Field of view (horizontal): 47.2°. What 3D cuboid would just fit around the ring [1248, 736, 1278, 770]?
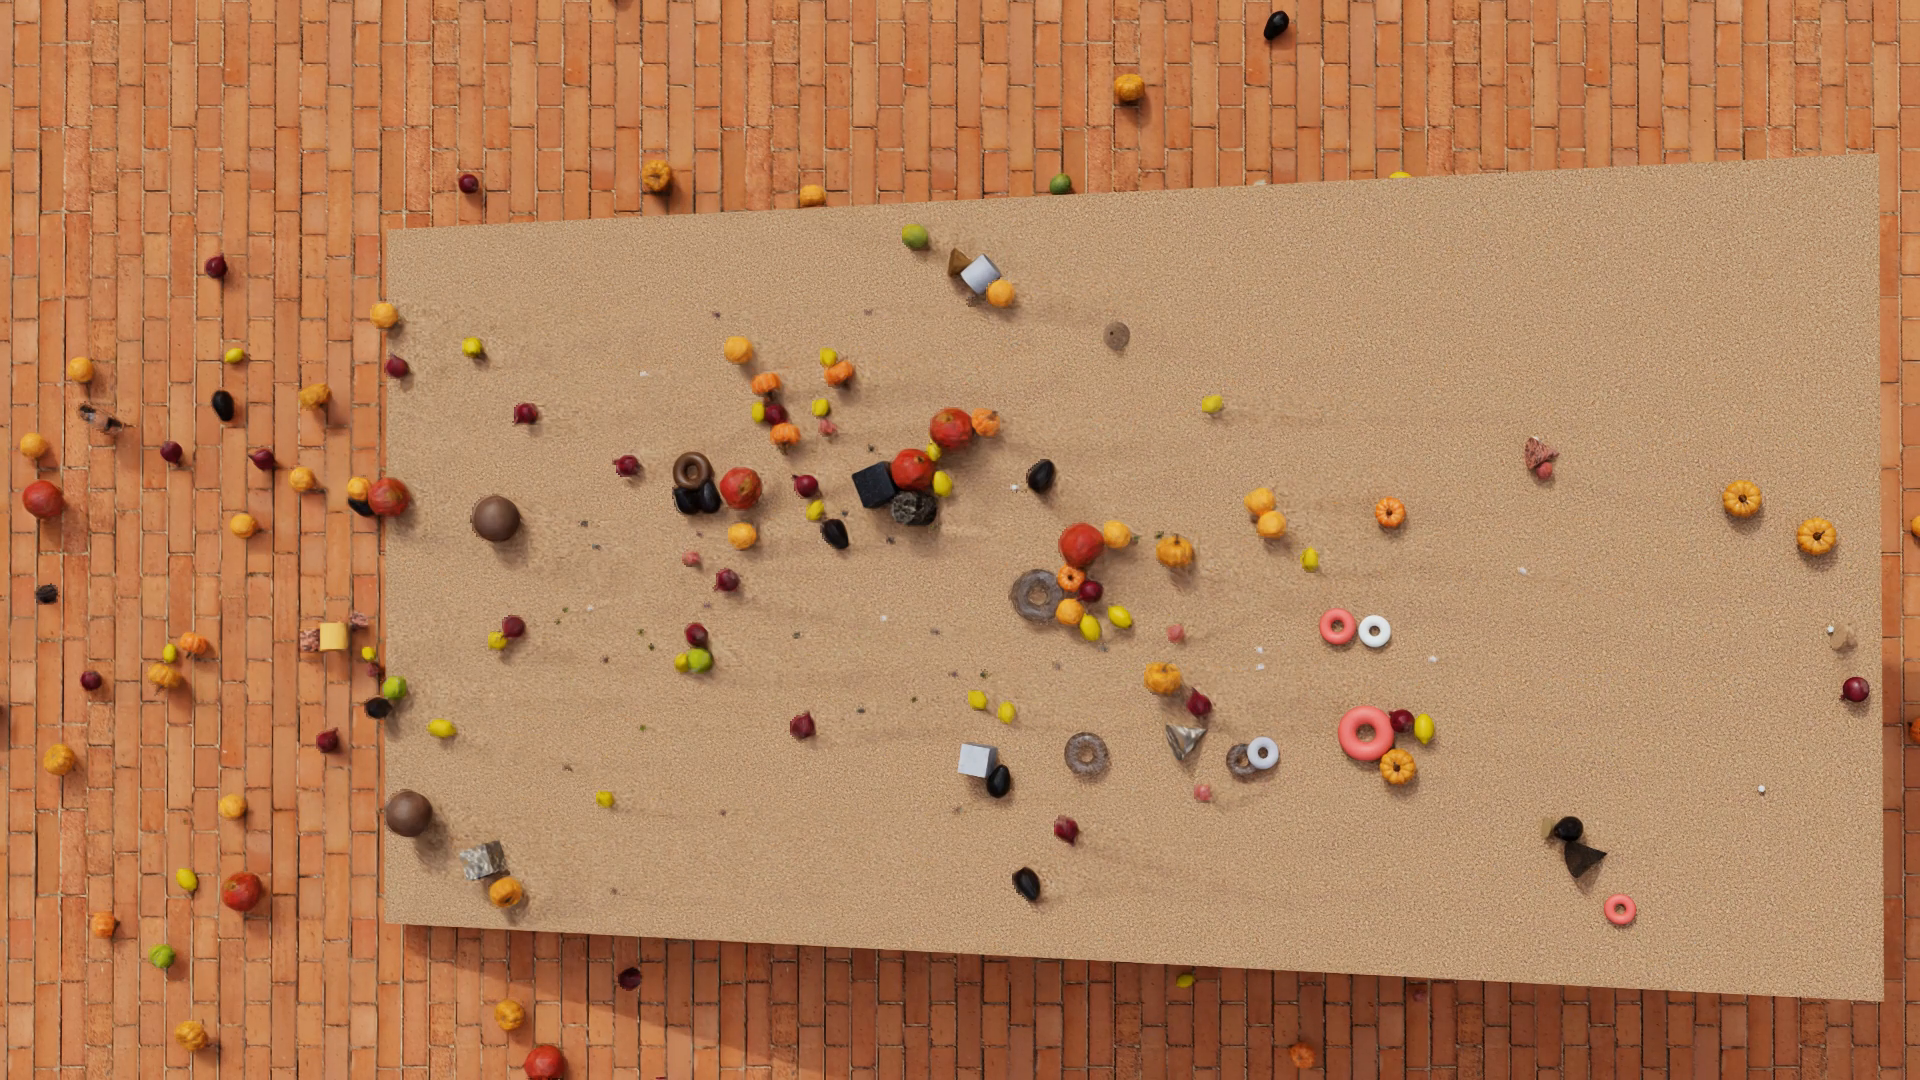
[{"bbox_3d":[0.768,0.540,5.573,0.084,0.028,0.084,2,81,-13],"label":"ring"}]

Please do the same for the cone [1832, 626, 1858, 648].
[{"bbox_3d":[2.099,0.239,5.190,0.056,0.056,0.056,18,89,-11],"label":"cone"}]

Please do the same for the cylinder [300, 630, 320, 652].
[{"bbox_3d":[-1.891,0.293,6.402,0.062,0.062,0.062,-1,88,0],"label":"cylinder"}]

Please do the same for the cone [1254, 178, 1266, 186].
[{"bbox_3d":[0.892,-1.014,6.439,0.064,0.064,0.064,31,89,-26],"label":"cone"}]

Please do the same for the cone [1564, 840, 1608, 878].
[{"bbox_3d":[1.533,0.769,5.345,0.092,0.092,0.092,-8,89,-10],"label":"cone"}]

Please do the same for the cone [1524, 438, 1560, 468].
[{"bbox_3d":[1.436,-0.213,5.392,0.076,0.076,0.076,1,89,-10],"label":"cone"}]

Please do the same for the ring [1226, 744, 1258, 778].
[{"bbox_3d":[0.720,0.561,5.601,0.088,0.029,0.088,0,90,16],"label":"ring"}]

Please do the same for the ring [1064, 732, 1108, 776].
[{"bbox_3d":[0.327,0.557,5.714,0.118,0.039,0.118,0,91,17],"label":"ring"}]

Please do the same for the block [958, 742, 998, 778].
[{"bbox_3d":[0.046,0.577,5.779,0.076,0.076,0.076,10,92,17],"label":"block"}]

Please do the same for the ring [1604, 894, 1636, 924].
[{"bbox_3d":[1.601,0.895,5.331,0.075,0.025,0.075,-1,88,17],"label":"ring"}]

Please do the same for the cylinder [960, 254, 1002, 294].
[{"bbox_3d":[0.056,-0.701,5.794,0.078,0.078,0.078,-41,89,1],"label":"cylinder"}]

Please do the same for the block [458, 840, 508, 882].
[{"bbox_3d":[-1.341,0.903,6.189,0.086,0.086,0.086,-20,84,16],"label":"block"}]

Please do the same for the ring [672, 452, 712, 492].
[{"bbox_3d":[-0.737,-0.187,6.047,0.115,0.038,0.115,-1,88,17],"label":"ring"}]

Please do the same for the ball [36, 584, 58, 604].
[{"bbox_3d":[-2.660,0.159,6.408,0.055,0.055,0.055,0,89,0],"label":"ball"}]

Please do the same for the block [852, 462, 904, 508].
[{"bbox_3d":[-0.216,-0.146,5.860,0.095,0.095,0.095,-23,83,15],"label":"block"}]

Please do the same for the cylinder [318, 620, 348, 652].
[{"bbox_3d":[-1.812,0.279,6.358,0.078,0.078,0.078,-7,77,0],"label":"cylinder"}]

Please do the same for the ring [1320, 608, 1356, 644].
[{"bbox_3d":[0.950,0.218,5.535,0.093,0.031,0.093,-1,86,20],"label":"ring"}]

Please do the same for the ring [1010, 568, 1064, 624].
[{"bbox_3d":[0.202,0.147,5.754,0.144,0.048,0.144,0,90,16],"label":"ring"}]

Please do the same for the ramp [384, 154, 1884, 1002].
[{"bbox_3d":[0.272,0.095,5.810,4.000,0.100,2.000,0,89,17],"label":"ramp"}]

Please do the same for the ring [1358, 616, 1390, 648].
[{"bbox_3d":[1.039,0.228,5.510,0.081,0.027,0.081,0,90,17],"label":"ring"}]

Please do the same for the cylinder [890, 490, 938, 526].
[{"bbox_3d":[-0.122,-0.083,5.820,0.087,0.087,0.087,-5,81,38],"label":"cylinder"}]

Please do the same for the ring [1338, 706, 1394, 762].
[{"bbox_3d":[1.016,0.484,5.503,0.140,0.047,0.140,0,90,17],"label":"ring"}]

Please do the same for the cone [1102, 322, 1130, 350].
[{"bbox_3d":[0.397,-0.533,5.691,0.073,0.073,0.073,0,89,17],"label":"cone"}]

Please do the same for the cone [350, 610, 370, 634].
[{"bbox_3d":[-1.767,0.251,6.420,0.063,0.063,0.063,37,116,0],"label":"cone"}]

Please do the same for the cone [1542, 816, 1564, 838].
[{"bbox_3d":[1.457,0.705,5.378,0.051,0.051,0.051,8,89,-10],"label":"cone"}]

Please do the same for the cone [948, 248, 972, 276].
[{"bbox_3d":[0.016,-0.729,5.829,0.080,0.080,0.080,10,89,-10],"label":"cone"}]
